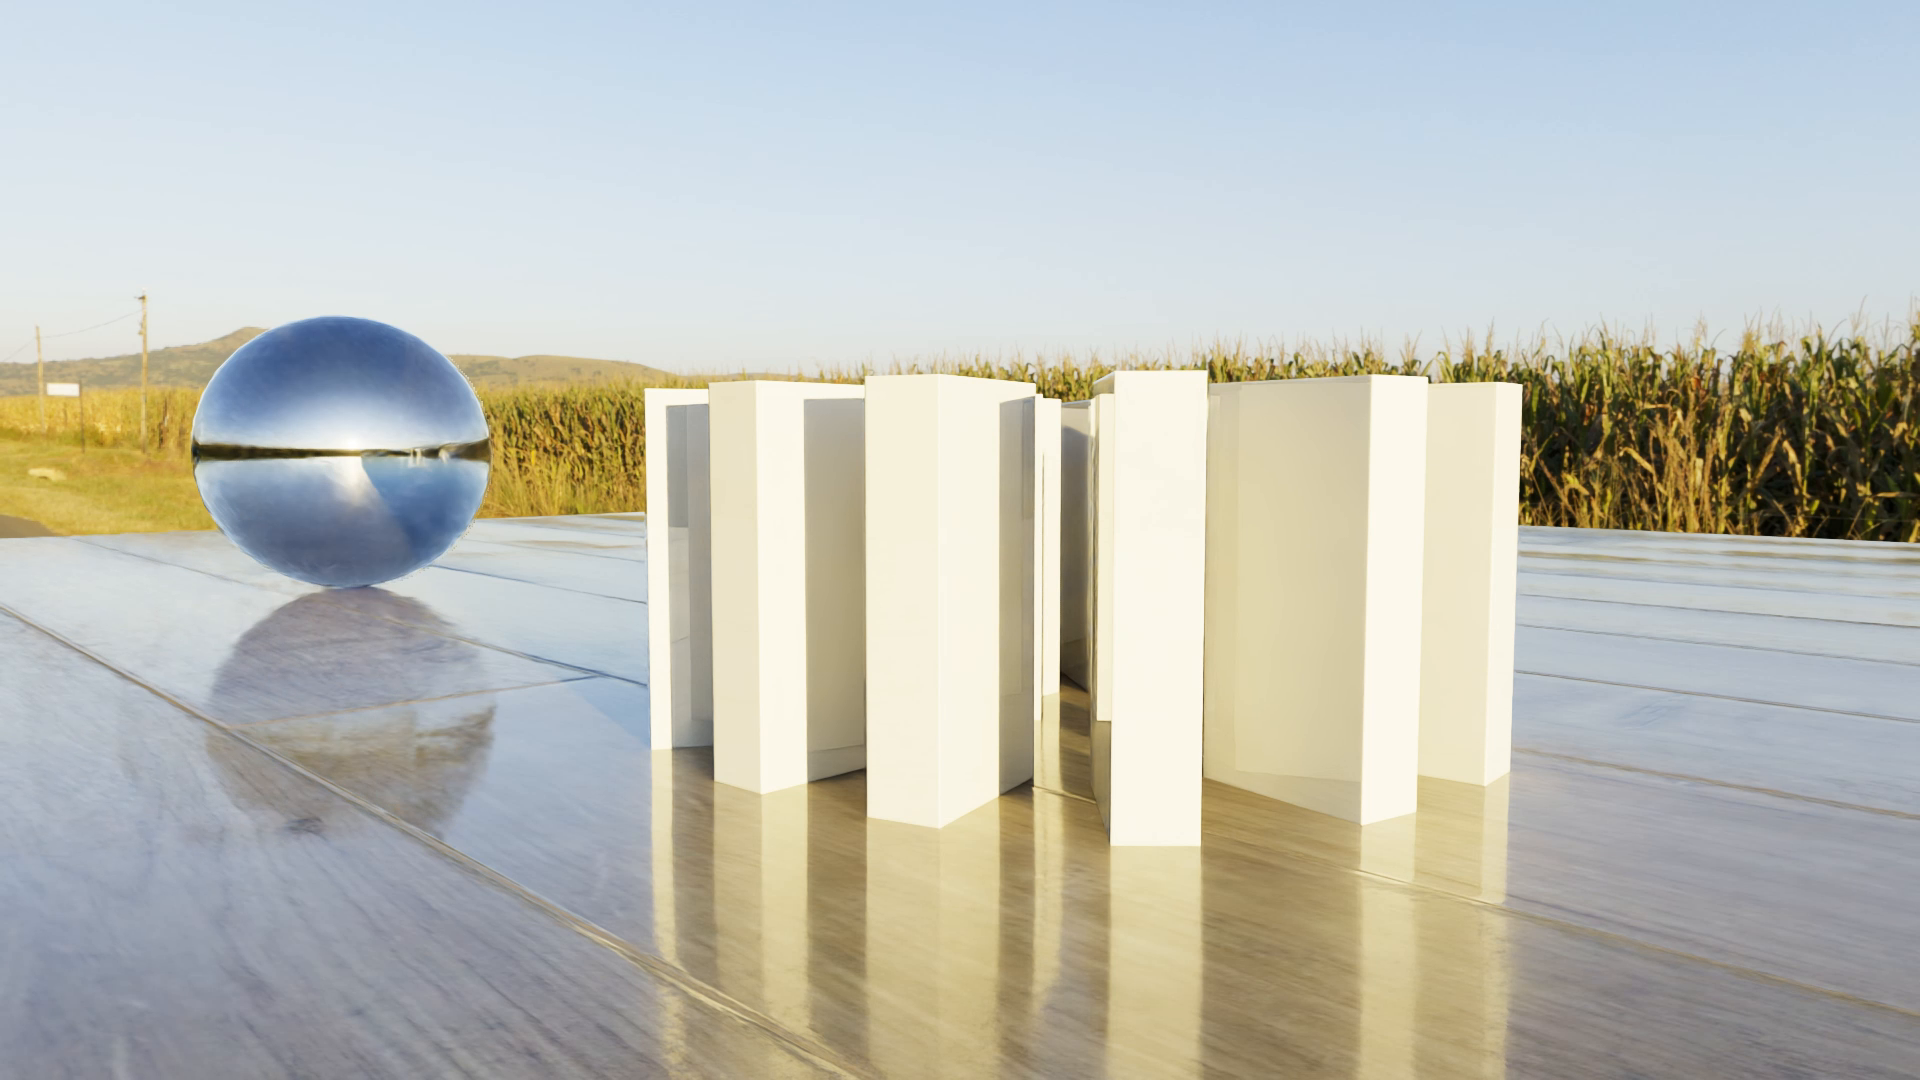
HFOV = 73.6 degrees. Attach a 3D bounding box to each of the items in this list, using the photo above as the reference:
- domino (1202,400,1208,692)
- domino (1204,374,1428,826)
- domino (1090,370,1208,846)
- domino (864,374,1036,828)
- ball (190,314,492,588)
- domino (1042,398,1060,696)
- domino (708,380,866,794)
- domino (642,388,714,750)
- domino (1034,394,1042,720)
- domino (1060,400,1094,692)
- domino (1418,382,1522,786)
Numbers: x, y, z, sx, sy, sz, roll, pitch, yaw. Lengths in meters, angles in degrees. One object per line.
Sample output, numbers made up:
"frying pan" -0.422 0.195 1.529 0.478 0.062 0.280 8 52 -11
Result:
"domino" 0.047 0.000 0.229 0.009 0.050 0.025 2 5 30
"domino" 0.042 0.006 0.154 0.009 0.050 0.025 -3 5 -33
"domino" 0.021 0.007 0.147 0.009 0.050 0.025 0 4 1
"domino" -0.001 0.006 0.153 0.009 0.050 0.025 2 5 28
"ball" -0.181 -0.026 0.379 0.080 0.080 0.080 0 4 0
"domino" 0.004 0.001 0.223 0.025 0.050 0.010 3 6 39
"domino" -0.019 0.005 0.166 0.009 0.050 0.025 4 6 42
"domino" -0.032 0.004 0.185 0.025 0.050 0.009 -1 4 -16
"domino" 0.000 0.002 0.201 0.025 0.050 0.009 0 4 0
"domino" 0.025 0.000 0.231 0.009 0.050 0.025 -1 4 -9
"domino" 0.059 0.005 0.169 0.025 0.050 0.010 4 6 40
